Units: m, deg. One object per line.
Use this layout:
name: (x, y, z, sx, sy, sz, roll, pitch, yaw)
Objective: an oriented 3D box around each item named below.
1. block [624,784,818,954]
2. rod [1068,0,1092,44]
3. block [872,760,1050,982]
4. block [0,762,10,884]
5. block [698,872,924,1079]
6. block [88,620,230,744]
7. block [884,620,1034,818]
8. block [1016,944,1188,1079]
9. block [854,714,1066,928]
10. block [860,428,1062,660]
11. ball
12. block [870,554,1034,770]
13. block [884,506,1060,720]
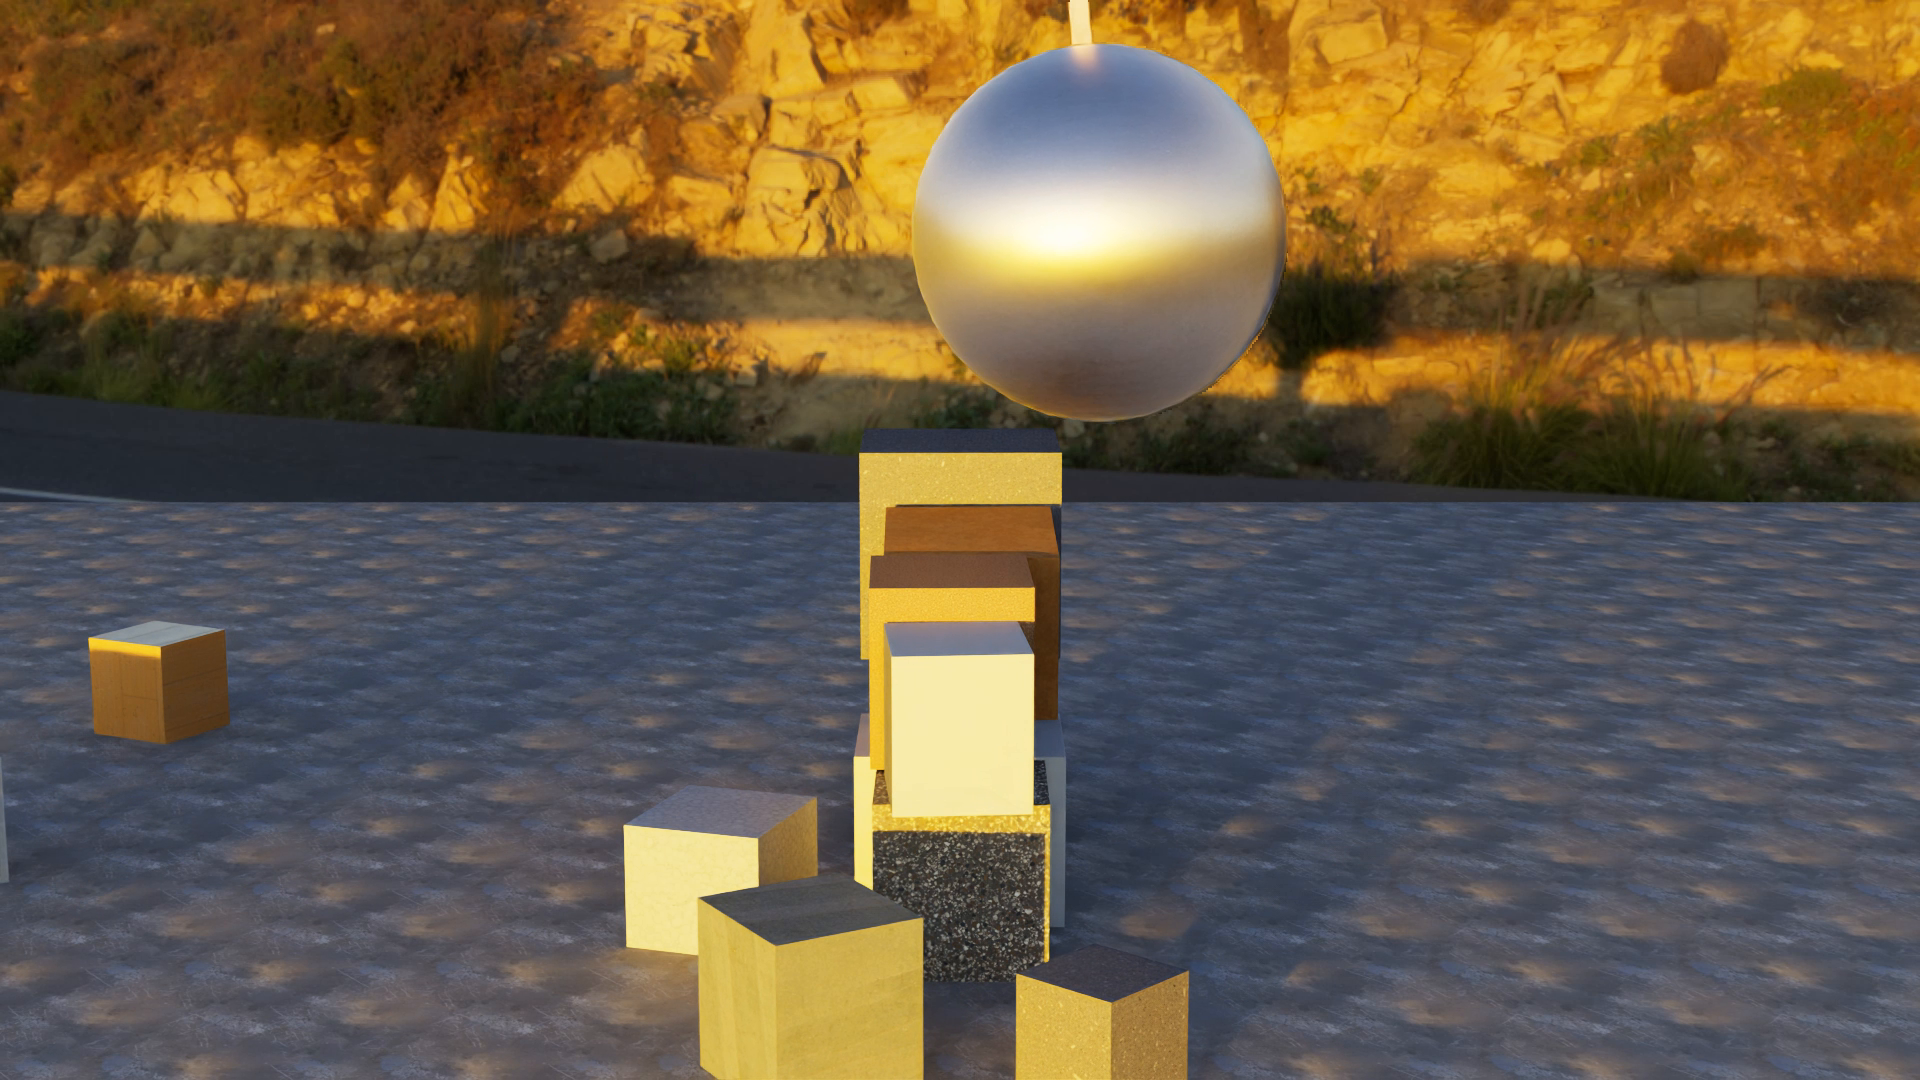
block: (-0.979, 1.368, 10.608, 0.586, 0.514, 0.631, 3, 11, 18)
rod: (0.256, -4.634, 10.338, 0.080, 5.200, 0.080, -6, 10, 1)
block: (0.004, 1.319, 10.305, 0.689, 0.718, 0.653, 0, 10, 0)
block: (-4.597, 1.208, 11.331, 0.631, 0.570, 0.573, -6, 12, -28)
block: (-0.529, 1.595, 9.030, 0.571, 0.631, 0.605, -6, 12, -31)
block: (-4.330, 0.764, 13.885, 0.508, 0.528, 0.485, 5, 12, 26)
block: (-0.013, 0.689, 10.014, 0.538, 0.625, 0.609, -1, 10, -5)
block: (0.492, 1.712, 8.886, 0.420, 0.452, 0.425, 9, 14, 42)
block: (0.001, 1.188, 10.989, 0.873, 0.731, 0.732, 0, 10, 0)
block: (-0.001, 0.003, 12.300, 0.931, 0.972, 0.837, 0, 10, -1)
ball: (0.591, -1.305, 10.943, 1.600, 1.600, 1.600, 0, 10, 0)
block: (-0.041, 0.496, 10.668, 0.662, 0.746, 0.717, 0, 10, -1)
block: (0.043, 0.316, 11.461, 0.753, 0.735, 0.822, 0, 16, -1)
